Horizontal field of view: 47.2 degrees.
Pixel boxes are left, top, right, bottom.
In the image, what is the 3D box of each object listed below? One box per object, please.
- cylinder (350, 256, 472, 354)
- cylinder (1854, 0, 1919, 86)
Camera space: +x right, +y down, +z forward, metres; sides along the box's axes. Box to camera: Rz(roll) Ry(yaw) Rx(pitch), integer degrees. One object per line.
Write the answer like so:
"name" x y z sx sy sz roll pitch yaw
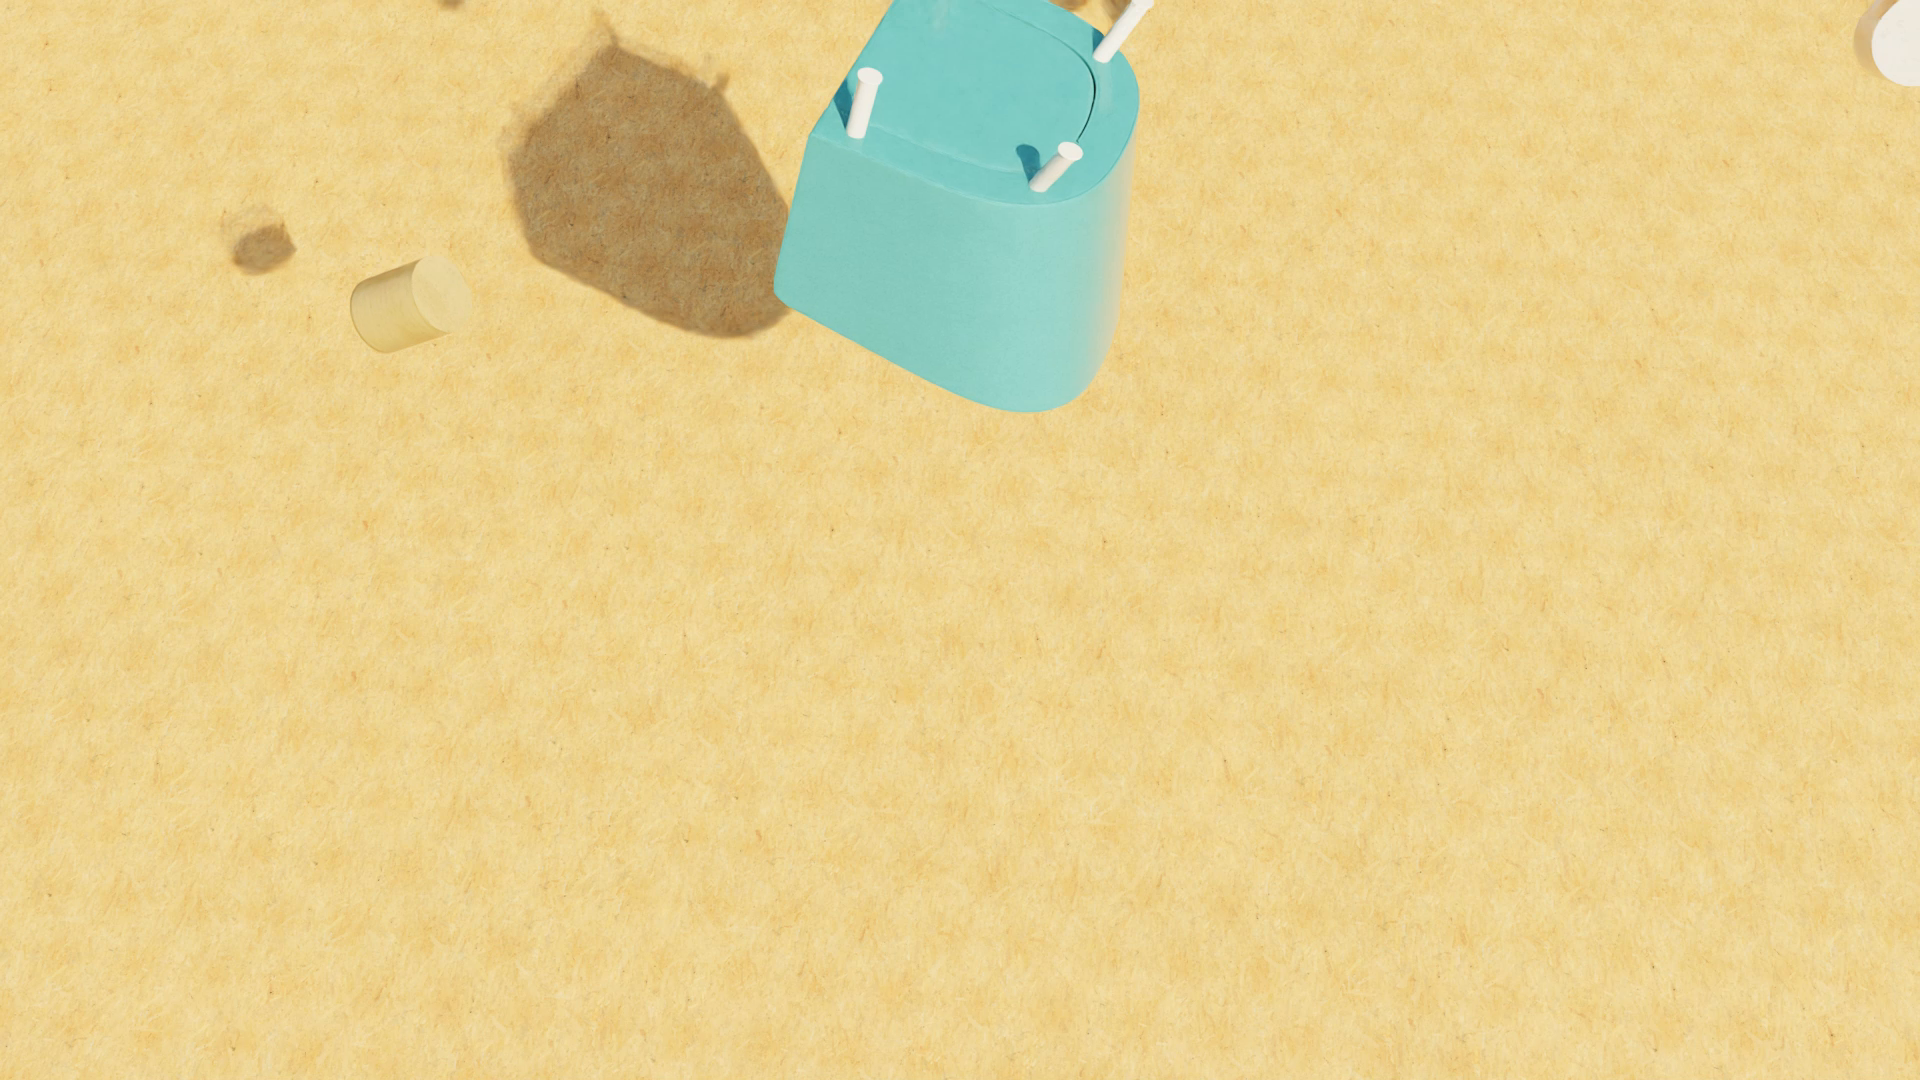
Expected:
"cylinder" -0.959 -0.411 3.841 0.159 0.137 0.135 -13 24 33
"cylinder" 1.671 -0.884 3.877 0.150 0.155 0.175 26 18 4
